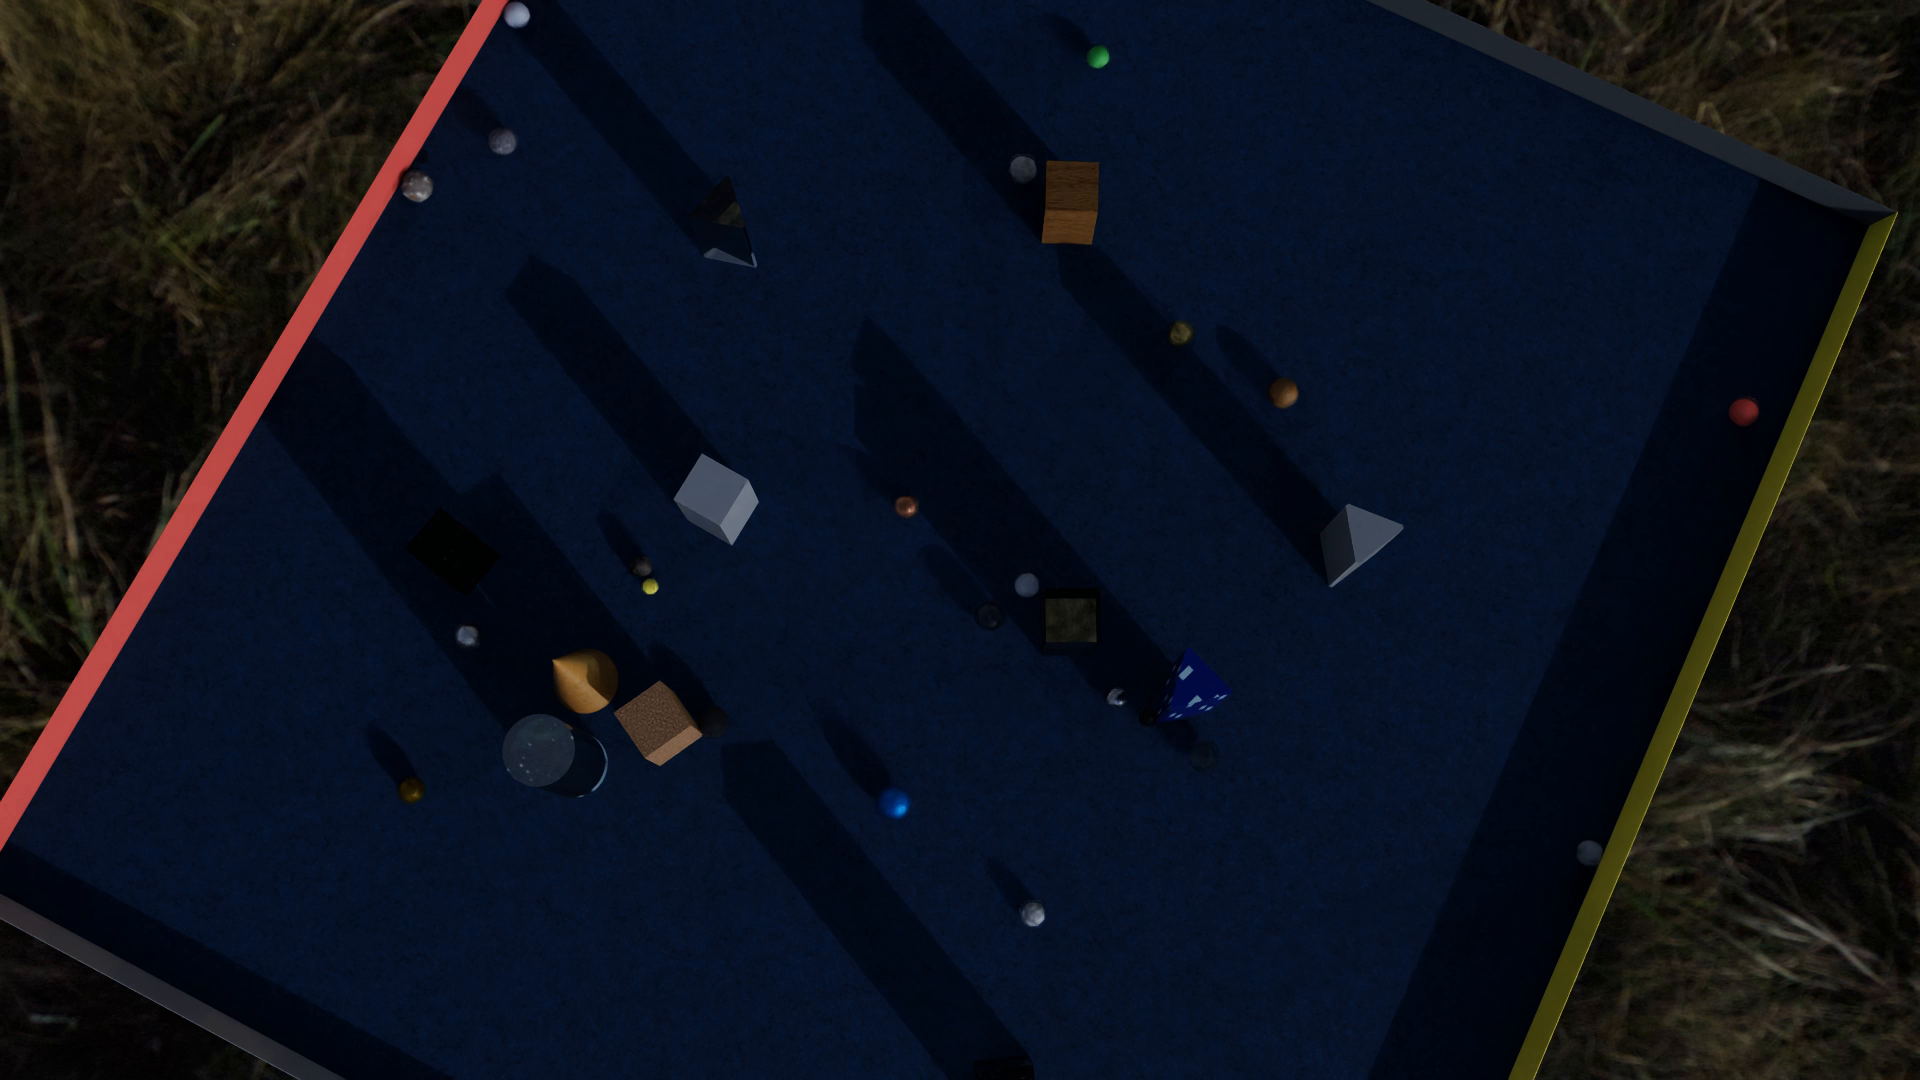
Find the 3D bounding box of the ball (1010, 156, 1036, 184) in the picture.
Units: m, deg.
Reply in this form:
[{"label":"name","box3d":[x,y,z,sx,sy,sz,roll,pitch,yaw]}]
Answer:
[{"label":"ball","box3d":[0.201,-1.174,5.815,0.087,0.087,0.087,0,78,0]}]

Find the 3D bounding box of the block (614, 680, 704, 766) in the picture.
[{"label":"block","box3d":[-0.879,0.539,5.365,0.159,0.274,0.159,-35,80,-7]}]

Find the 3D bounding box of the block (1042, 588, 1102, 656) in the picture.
[{"label":"block","box3d":[0.327,0.244,5.425,0.159,0.276,0.159,0,78,0]}]

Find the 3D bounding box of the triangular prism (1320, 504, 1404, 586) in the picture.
[{"label":"triangular prism","box3d":[1.152,-0.005,5.420,0.172,0.387,0.149,-37,81,-7]}]

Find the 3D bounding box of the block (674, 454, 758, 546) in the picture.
[{"label":"block","box3d":[-0.727,-0.118,5.493,0.159,0.290,0.159,29,80,6]}]

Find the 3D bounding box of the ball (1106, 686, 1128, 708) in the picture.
[{"label":"ball","box3d":[0.467,0.469,5.486,0.066,0.066,0.066,0,78,0]}]

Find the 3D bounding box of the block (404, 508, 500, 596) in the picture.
[{"label":"block","box3d":[-1.515,0.037,5.484,0.159,0.244,0.159,38,81,7]}]

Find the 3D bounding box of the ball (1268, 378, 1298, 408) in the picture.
[{"label":"ball","box3d":[1.000,-0.452,5.663,0.092,0.092,0.092,0,78,0]}]

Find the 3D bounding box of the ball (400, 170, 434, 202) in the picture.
[{"label":"ball","box3d":[-1.718,-1.119,5.798,0.098,0.098,0.098,0,78,0]}]

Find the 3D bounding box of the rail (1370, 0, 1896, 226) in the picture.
[{"label":"rail","box3d":[0.987,-1.926,5.948,4.292,0.129,0.045,26,80,5]}]

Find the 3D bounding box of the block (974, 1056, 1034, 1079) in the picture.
[{"label":"block","box3d":[0.128,1.541,5.112,0.159,0.365,0.159,-6,78,-1]}]

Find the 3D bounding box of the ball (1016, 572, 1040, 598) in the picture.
[{"label":"ball","box3d":[0.204,0.138,5.550,0.075,0.075,0.075,0,78,0]}]

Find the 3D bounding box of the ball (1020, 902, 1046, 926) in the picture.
[{"label":"ball","box3d":[0.214,1.093,5.354,0.072,0.072,0.072,0,78,0]}]

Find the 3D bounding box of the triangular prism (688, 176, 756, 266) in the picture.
[{"label":"triangular prism","box3d":[-0.712,-0.987,5.649,0.172,0.338,0.149,12,79,2]}]

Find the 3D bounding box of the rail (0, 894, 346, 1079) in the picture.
[{"label":"rail","box3d":[-0.987,1.940,5.148,4.292,0.129,0.045,26,80,5]}]

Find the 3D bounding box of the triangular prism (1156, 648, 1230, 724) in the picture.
[{"label":"triangular prism","box3d":[0.652,0.415,5.303,0.172,0.447,0.149,-13,79,-3]}]

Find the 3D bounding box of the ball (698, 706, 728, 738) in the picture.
[{"label":"ball","box3d":[-0.735,0.541,5.458,0.092,0.092,0.092,0,78,0]}]

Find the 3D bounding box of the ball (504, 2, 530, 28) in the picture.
[{"label":"ball","box3d":[-1.433,-1.697,5.925,0.084,0.084,0.084,0,78,0]}]

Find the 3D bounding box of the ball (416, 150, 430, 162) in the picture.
[{"label":"ball","box3d":[-1.717,-1.225,5.849,0.043,0.043,0.043,0,78,0]}]

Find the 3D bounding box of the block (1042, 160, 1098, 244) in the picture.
[{"label":"block","box3d":[0.340,-1.045,5.691,0.159,0.278,0.159,2,78,0]}]

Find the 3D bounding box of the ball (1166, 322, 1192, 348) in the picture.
[{"label":"ball","box3d":[0.684,-0.638,5.707,0.081,0.081,0.081,0,78,0]}]

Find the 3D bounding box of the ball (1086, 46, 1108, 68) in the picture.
[{"label":"ball","box3d":[0.443,-1.554,5.902,0.072,0.072,0.072,0,78,0]}]

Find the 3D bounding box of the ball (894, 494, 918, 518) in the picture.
[{"label":"ball","box3d":[-0.167,-0.104,5.601,0.073,0.073,0.073,0,78,0]}]

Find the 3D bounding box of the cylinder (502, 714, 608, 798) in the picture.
[{"label":"cylinder","box3d":[-1.152,0.623,5.245,0.199,0.476,0.199,0,78,0]}]

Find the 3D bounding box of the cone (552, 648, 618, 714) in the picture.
[{"label":"cone","box3d":[-1.130,0.378,5.303,0.199,0.460,0.199,0,78,0]}]

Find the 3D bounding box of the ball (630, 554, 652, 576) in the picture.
[{"label":"ball","box3d":[-0.968,0.078,5.565,0.069,0.069,0.069,0,78,0]}]

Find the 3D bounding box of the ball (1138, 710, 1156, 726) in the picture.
[{"label":"ball","box3d":[0.559,0.533,5.481,0.049,0.049,0.049,0,78,0]}]

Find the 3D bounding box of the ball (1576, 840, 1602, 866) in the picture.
[{"label":"ball","box3d":[1.850,0.921,5.387,0.077,0.077,0.077,0,78,0]}]

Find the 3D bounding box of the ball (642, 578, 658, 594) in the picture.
[{"label":"ball","box3d":[-0.940,0.141,5.562,0.050,0.050,0.050,0,78,0]}]

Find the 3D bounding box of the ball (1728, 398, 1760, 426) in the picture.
[{"label":"ball","box3d":[2.419,-0.393,5.654,0.087,0.087,0.087,0,78,0]}]

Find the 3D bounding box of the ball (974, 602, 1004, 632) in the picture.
[{"label":"ball","box3d":[0.089,0.230,5.522,0.092,0.092,0.092,0,78,0]}]

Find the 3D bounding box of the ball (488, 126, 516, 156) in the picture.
[{"label":"ball","box3d":[-1.458,-1.270,5.835,0.088,0.088,0.088,0,78,0]}]

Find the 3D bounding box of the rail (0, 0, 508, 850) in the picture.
[{"label":"rail","box3d":[-1.898,-0.923,5.741,0.045,0.129,4.461,26,80,5]}]

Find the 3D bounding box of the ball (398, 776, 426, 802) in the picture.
[{"label":"ball","box3d":[-1.621,0.738,5.424,0.078,0.078,0.078,0,78,0]}]

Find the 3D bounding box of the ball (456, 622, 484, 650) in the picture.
[{"label":"ball","box3d":[-1.475,0.291,5.514,0.083,0.083,0.083,0,78,0]}]

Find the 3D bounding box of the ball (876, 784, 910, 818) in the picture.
[{"label":"ball","box3d":[-0.197,0.772,5.406,0.099,0.099,0.099,0,78,0]}]

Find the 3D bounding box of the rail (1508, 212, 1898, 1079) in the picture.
[{"label":"rail","box3d":[1.898,0.936,5.356,0.045,0.129,4.461,26,80,5]}]

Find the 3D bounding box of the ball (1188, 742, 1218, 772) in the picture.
[{"label":"ball","box3d":[0.720,0.644,5.439,0.088,0.088,0.088,0,78,0]}]
